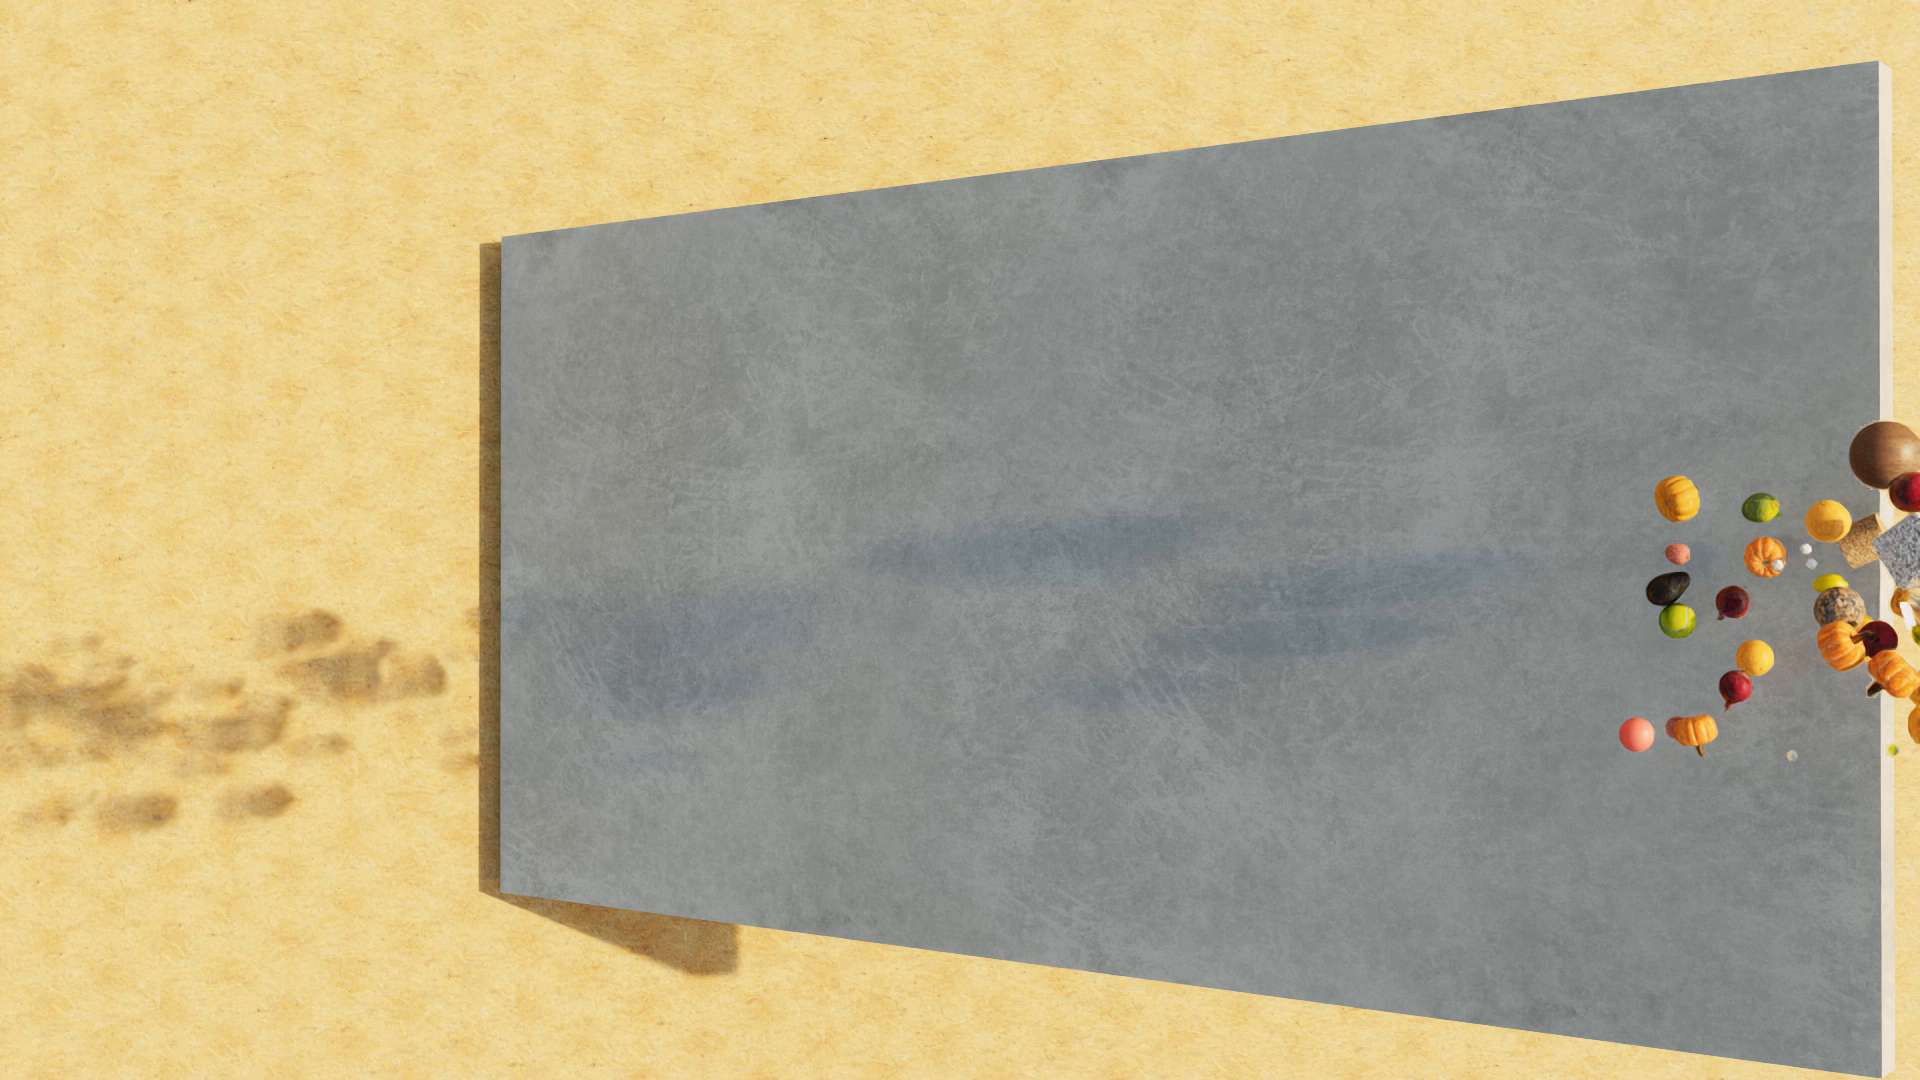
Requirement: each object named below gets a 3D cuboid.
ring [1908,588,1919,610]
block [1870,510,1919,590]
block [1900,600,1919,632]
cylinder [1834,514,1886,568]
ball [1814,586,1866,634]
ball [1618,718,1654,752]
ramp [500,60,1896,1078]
[{"bbox_3d":[1.658,0.062,3.689,0.048,0.143,0.143,32,90,-25],"label":"ring"},{"bbox_3d":[1.566,0.016,3.577,0.093,0.093,0.093,-2,58,-36],"label":"block"},{"bbox_3d":[1.745,0.132,3.980,0.052,0.052,0.052,-16,89,-3],"label":"block"},{"bbox_3d":[1.760,0.002,4.278,0.082,0.082,0.082,-29,90,28],"label":"cylinder"},{"bbox_3d":[1.405,0.112,3.513,0.077,0.077,0.077,0,90,0],"label":"ball"},{"bbox_3d":[1.328,0.382,4.315,0.067,0.067,0.067,0,90,0],"label":"ball"},{"bbox_3d":[0.233,0.065,5.553,4.000,0.100,2.000,0,89,37],"label":"ramp"}]
